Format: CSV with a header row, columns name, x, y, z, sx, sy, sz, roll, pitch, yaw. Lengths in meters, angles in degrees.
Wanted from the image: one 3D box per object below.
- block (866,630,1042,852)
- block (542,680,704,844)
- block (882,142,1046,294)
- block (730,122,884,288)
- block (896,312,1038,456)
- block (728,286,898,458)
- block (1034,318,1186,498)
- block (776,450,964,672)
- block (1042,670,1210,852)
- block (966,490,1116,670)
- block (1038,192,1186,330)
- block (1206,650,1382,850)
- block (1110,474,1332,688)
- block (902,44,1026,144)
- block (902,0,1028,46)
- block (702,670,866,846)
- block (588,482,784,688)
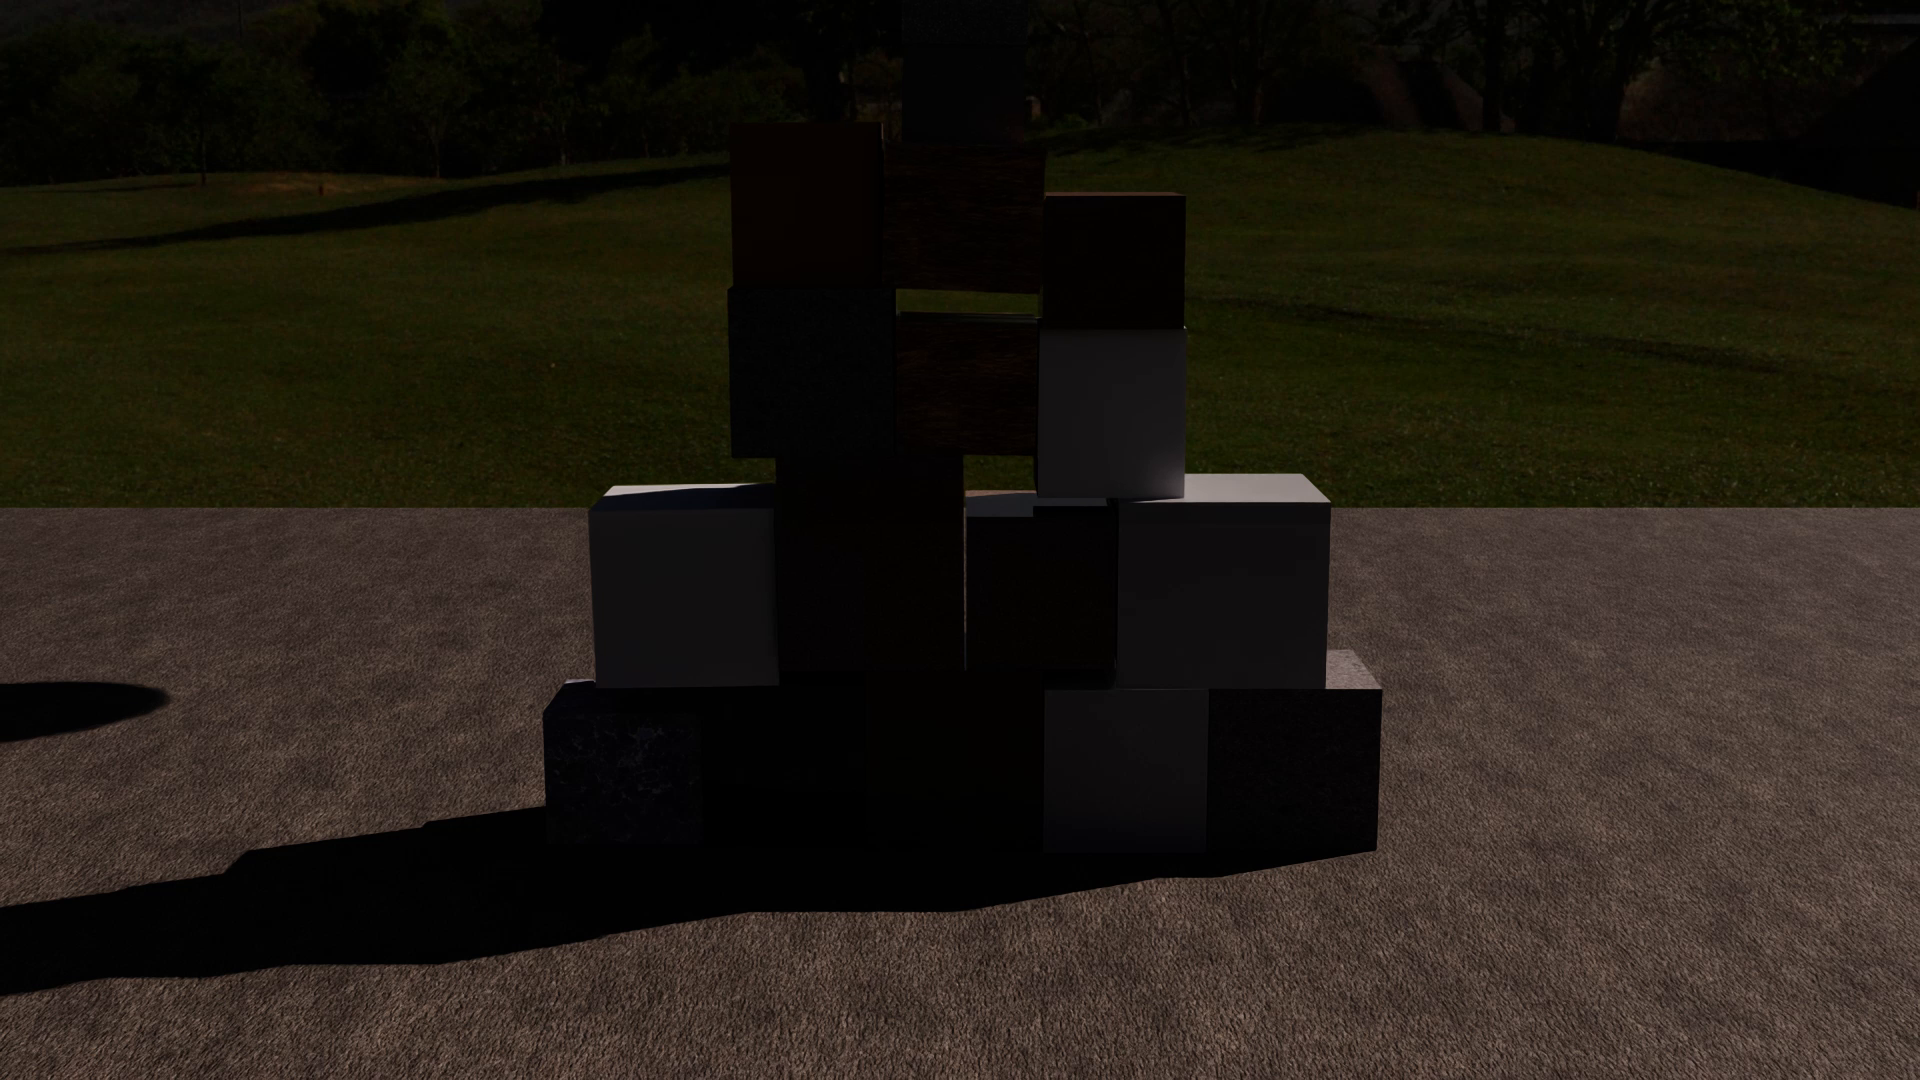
name,x,y,z,sx,sy,sz,roll,pitch,yaw
block,-0.031,1.019,11.368,0.874,0.927,0.916,0,10,0
block,-1.692,1.138,11.405,0.792,0.680,0.705,0,10,0
block,0.015,-1.603,10.875,0.759,0.688,0.777,2,10,0
block,-0.743,-1.666,10.892,0.706,0.784,0.722,0,10,0
block,0.033,-0.793,11.023,0.679,0.643,0.675,1,10,0
block,-0.719,-0.876,11.018,0.787,0.815,0.834,0,10,0
block,0.742,-0.677,11.072,0.720,0.833,0.679,0,10,0
block,-0.436,0.041,11.204,0.909,1.058,0.929,0,10,0
block,0.822,1.066,11.366,0.811,0.835,0.934,0,10,0
block,0.398,0.189,11.205,0.731,0.766,0.816,0,10,0
block,0.739,-1.395,10.909,0.680,0.638,0.715,0,10,0
block,1.663,1.069,11.361,0.850,0.831,0.853,0,10,0
block,1.289,0.192,11.229,1.031,0.933,0.929,0,10,0
block,0.018,-2.183,10.794,0.585,0.468,0.514,1,10,0
block,0.026,-2.687,10.712,0.601,0.553,0.584,1,10,0
block,-0.882,1.070,11.359,0.808,0.831,0.714,0,10,0
block,-1.359,0.219,11.231,0.908,0.892,0.811,-1,10,0
